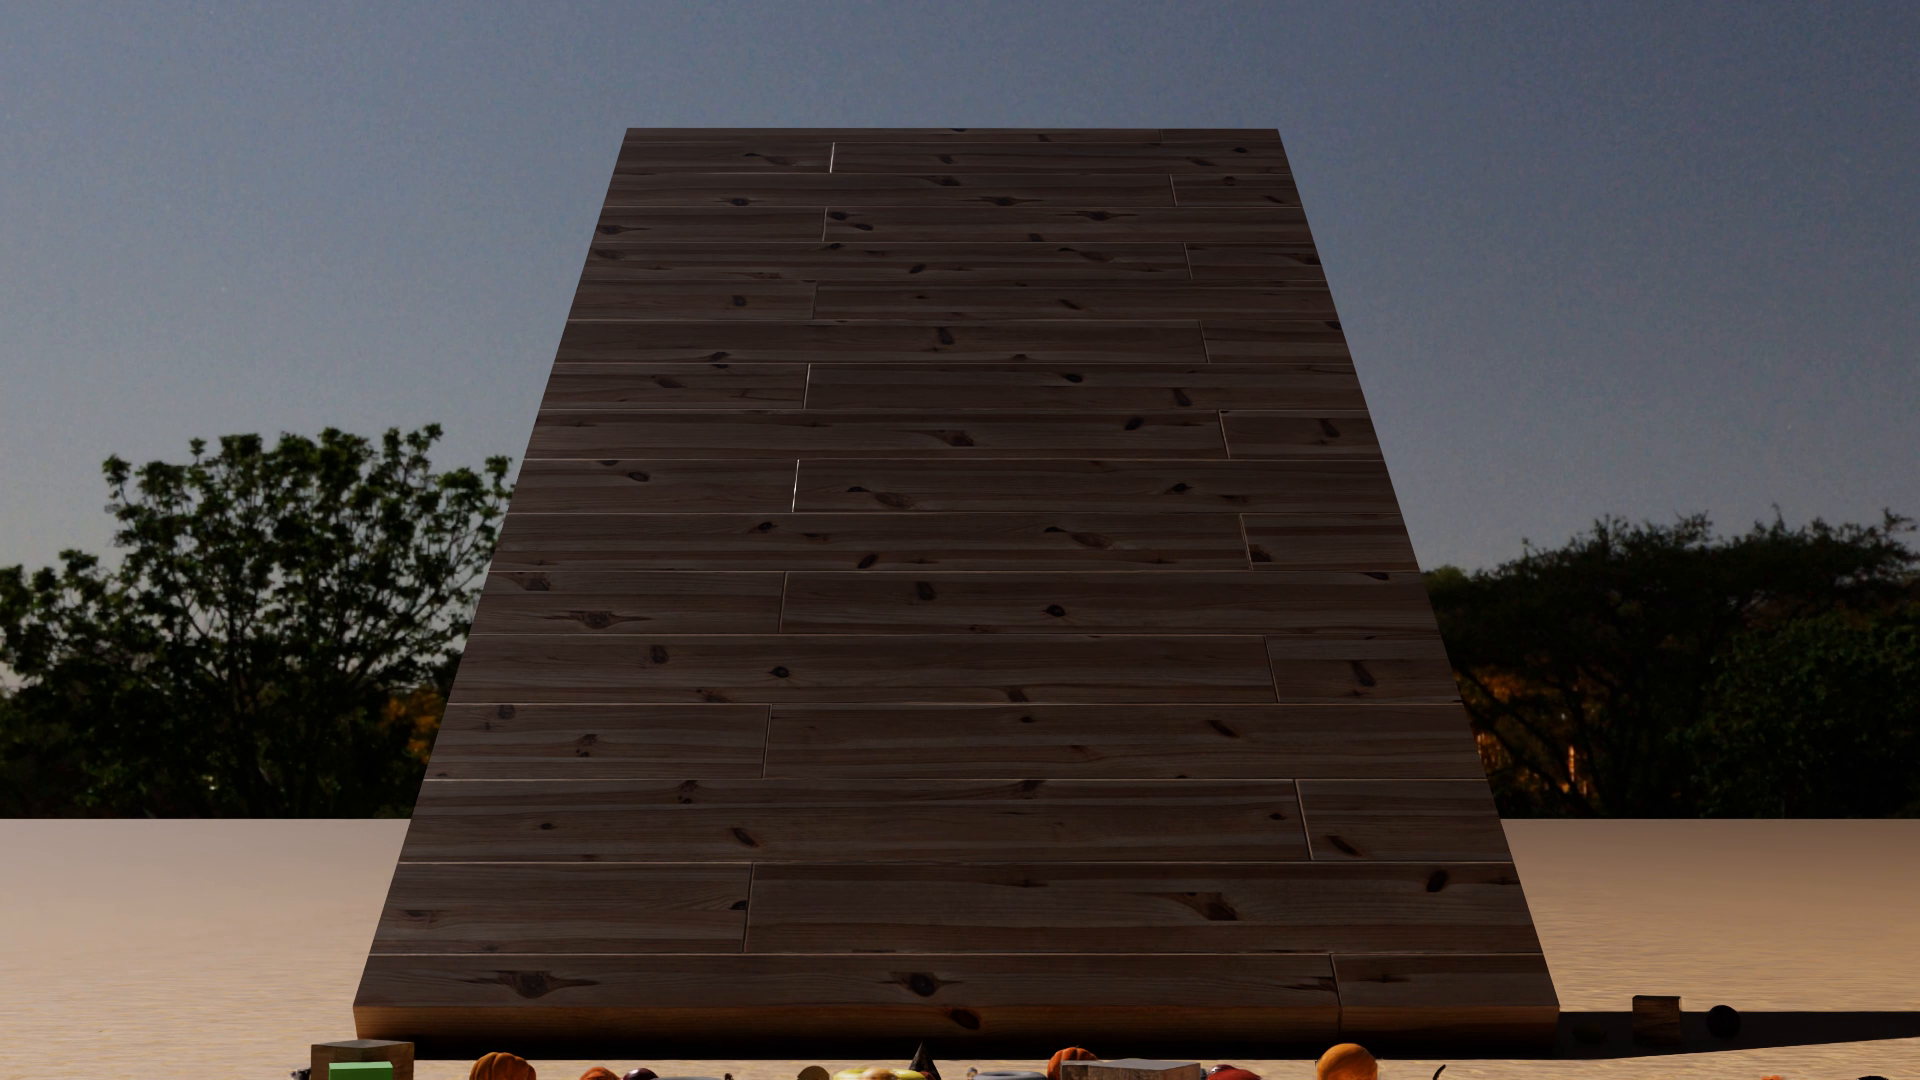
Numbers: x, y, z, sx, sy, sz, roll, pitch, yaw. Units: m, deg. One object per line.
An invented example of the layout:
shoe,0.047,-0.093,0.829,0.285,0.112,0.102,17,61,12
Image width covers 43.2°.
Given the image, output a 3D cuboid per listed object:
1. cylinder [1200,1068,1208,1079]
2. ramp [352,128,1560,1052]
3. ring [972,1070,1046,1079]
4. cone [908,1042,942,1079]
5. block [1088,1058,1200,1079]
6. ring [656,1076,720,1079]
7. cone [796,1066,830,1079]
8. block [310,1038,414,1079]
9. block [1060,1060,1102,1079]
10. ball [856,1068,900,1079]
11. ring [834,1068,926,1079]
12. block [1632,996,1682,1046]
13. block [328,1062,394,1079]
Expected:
cylinder,0.272,0.707,3.063,0.077,0.077,0.077,0,-6,-3
ramp,-0.014,-0.204,5.762,2.000,0.100,4.000,0,31,0
ring,0.068,0.761,3.369,0.116,0.039,0.116,-1,-7,0
cone,-0.054,0.761,3.514,0.070,0.070,0.070,0,-6,0
block,0.221,0.677,2.898,0.099,0.099,0.099,-4,-8,32
ring,-0.360,0.735,3.184,0.144,0.048,0.144,0,-5,0
cone,-0.199,0.772,3.401,0.052,0.052,0.052,-2,-34,19
block,-0.792,0.715,3.213,0.094,0.094,0.094,-4,-8,32
block,0.168,0.745,3.319,0.058,0.058,0.058,0,-6,0
ball,-0.106,0.721,3.153,0.068,0.068,0.068,0,-6,0
ring,-0.110,0.753,3.329,0.138,0.046,0.138,1,-7,0
block,1.218,0.838,4.235,0.078,0.078,0.078,-2,-7,20
block,-0.768,0.711,3.103,0.077,0.077,0.077,2,-7,-16
